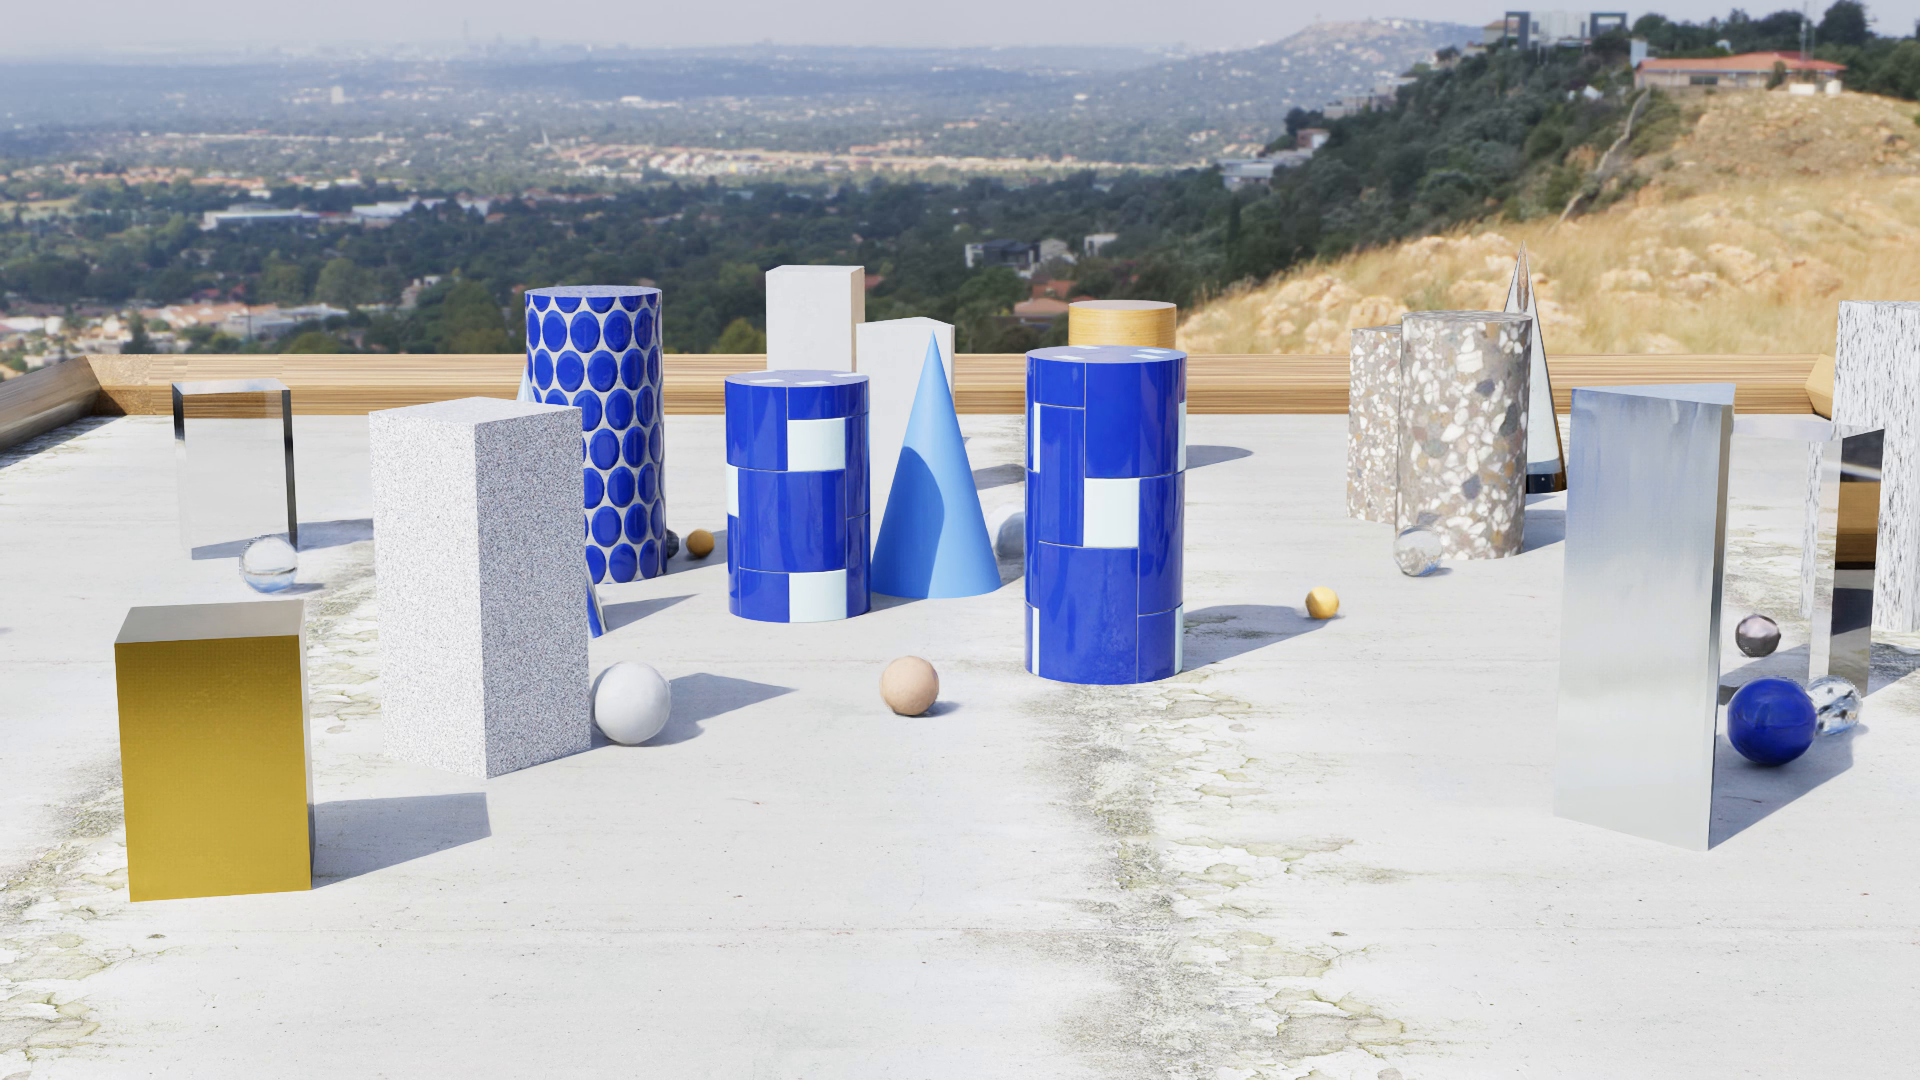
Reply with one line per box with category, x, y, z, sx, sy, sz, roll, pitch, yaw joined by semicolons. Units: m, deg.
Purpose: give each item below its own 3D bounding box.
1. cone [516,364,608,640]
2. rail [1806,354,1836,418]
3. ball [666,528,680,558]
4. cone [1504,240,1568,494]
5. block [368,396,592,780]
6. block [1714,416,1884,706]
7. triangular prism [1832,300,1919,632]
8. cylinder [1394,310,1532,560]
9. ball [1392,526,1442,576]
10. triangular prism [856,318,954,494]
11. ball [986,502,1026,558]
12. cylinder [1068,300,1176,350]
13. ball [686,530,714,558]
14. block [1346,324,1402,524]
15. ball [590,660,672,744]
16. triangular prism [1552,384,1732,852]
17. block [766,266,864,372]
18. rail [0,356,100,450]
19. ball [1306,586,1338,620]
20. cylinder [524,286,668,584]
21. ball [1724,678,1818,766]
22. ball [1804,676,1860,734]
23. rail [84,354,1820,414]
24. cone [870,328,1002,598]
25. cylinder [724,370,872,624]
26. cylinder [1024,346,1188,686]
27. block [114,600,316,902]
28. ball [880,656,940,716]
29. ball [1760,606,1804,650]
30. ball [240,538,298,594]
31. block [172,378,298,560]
cone;-0.555;-0.053;3.305;0.194;0.348;0.194;0;11;0
rail;1.795;0.030;3.459;0.045;0.126;3.936;0;11;0
ball;-0.439;0.006;3.816;0.046;0.046;0.046;0;11;0
cone;0.970;-0.308;4.454;0.194;0.431;0.194;0;11;0
block;-0.506;0.045;2.716;0.155;0.370;0.155;7;13;35
block;0.948;0.028;2.960;0.155;0.315;0.155;10;14;43
triangular prism;1.222;-0.104;3.394;0.145;0.417;0.168;8;13;38
cylinder;0.760;-0.162;3.876;0.194;0.353;0.194;0;11;0
ball;0.659;0.016;3.693;0.071;0.071;0.071;0;11;0
triangular prism;-0.080;-0.234;4.436;0.168;0.291;0.145;2;11;11
ball;0.077;-0.015;3.824;0.083;0.083;0.083;0;11;0
cylinder;0.292;-0.275;4.636;0.194;0.299;0.194;0;11;0
ball;-0.388;0.005;3.831;0.041;0.041;0.041;0;11;0
block;0.738;-0.187;4.141;0.155;0.306;0.155;-9;14;-40
ball;-0.358;0.176;2.782;0.090;0.090;0.090;0;11;0
triangular prism;0.693;0.064;2.471;0.145;0.422;0.168;-9;14;-41
block;-0.264;-0.321;4.728;0.155;0.356;0.155;1;11;7
rail;-1.795;0.034;3.439;0.045;0.126;3.936;0;11;0
ball;0.481;0.083;3.405;0.044;0.044;0.044;0;11;0
cylinder;-0.522;-0.154;3.691;0.194;0.407;0.194;0;11;0
ball;0.851;0.191;2.693;0.093;0.093;0.093;0;11;0
ball;0.957;0.182;2.820;0.063;0.063;0.063;0;11;0
rail;-0.011;-0.323;5.361;3.638;0.126;0.045;0;11;0
cone;-0.037;-0.115;3.599;0.194;0.363;0.194;0;11;0
cylinder;-0.217;-0.062;3.449;0.194;0.313;0.194;0;11;0
cylinder;0.175;-0.034;3.106;0.194;0.384;0.194;0;11;0
block;-0.671;0.187;2.326;0.155;0.234;0.155;-2;11;-12
ball;-0.056;0.165;2.903;0.067;0.067;0.067;0;11;0
ball;1.035;0.110;3.230;0.054;0.054;0.054;0;11;0
ball;-0.960;0.036;3.566;0.078;0.078;0.078;0;11;0
block;-1.099;-0.110;3.887;0.155;0.248;0.155;-4;11;-22
